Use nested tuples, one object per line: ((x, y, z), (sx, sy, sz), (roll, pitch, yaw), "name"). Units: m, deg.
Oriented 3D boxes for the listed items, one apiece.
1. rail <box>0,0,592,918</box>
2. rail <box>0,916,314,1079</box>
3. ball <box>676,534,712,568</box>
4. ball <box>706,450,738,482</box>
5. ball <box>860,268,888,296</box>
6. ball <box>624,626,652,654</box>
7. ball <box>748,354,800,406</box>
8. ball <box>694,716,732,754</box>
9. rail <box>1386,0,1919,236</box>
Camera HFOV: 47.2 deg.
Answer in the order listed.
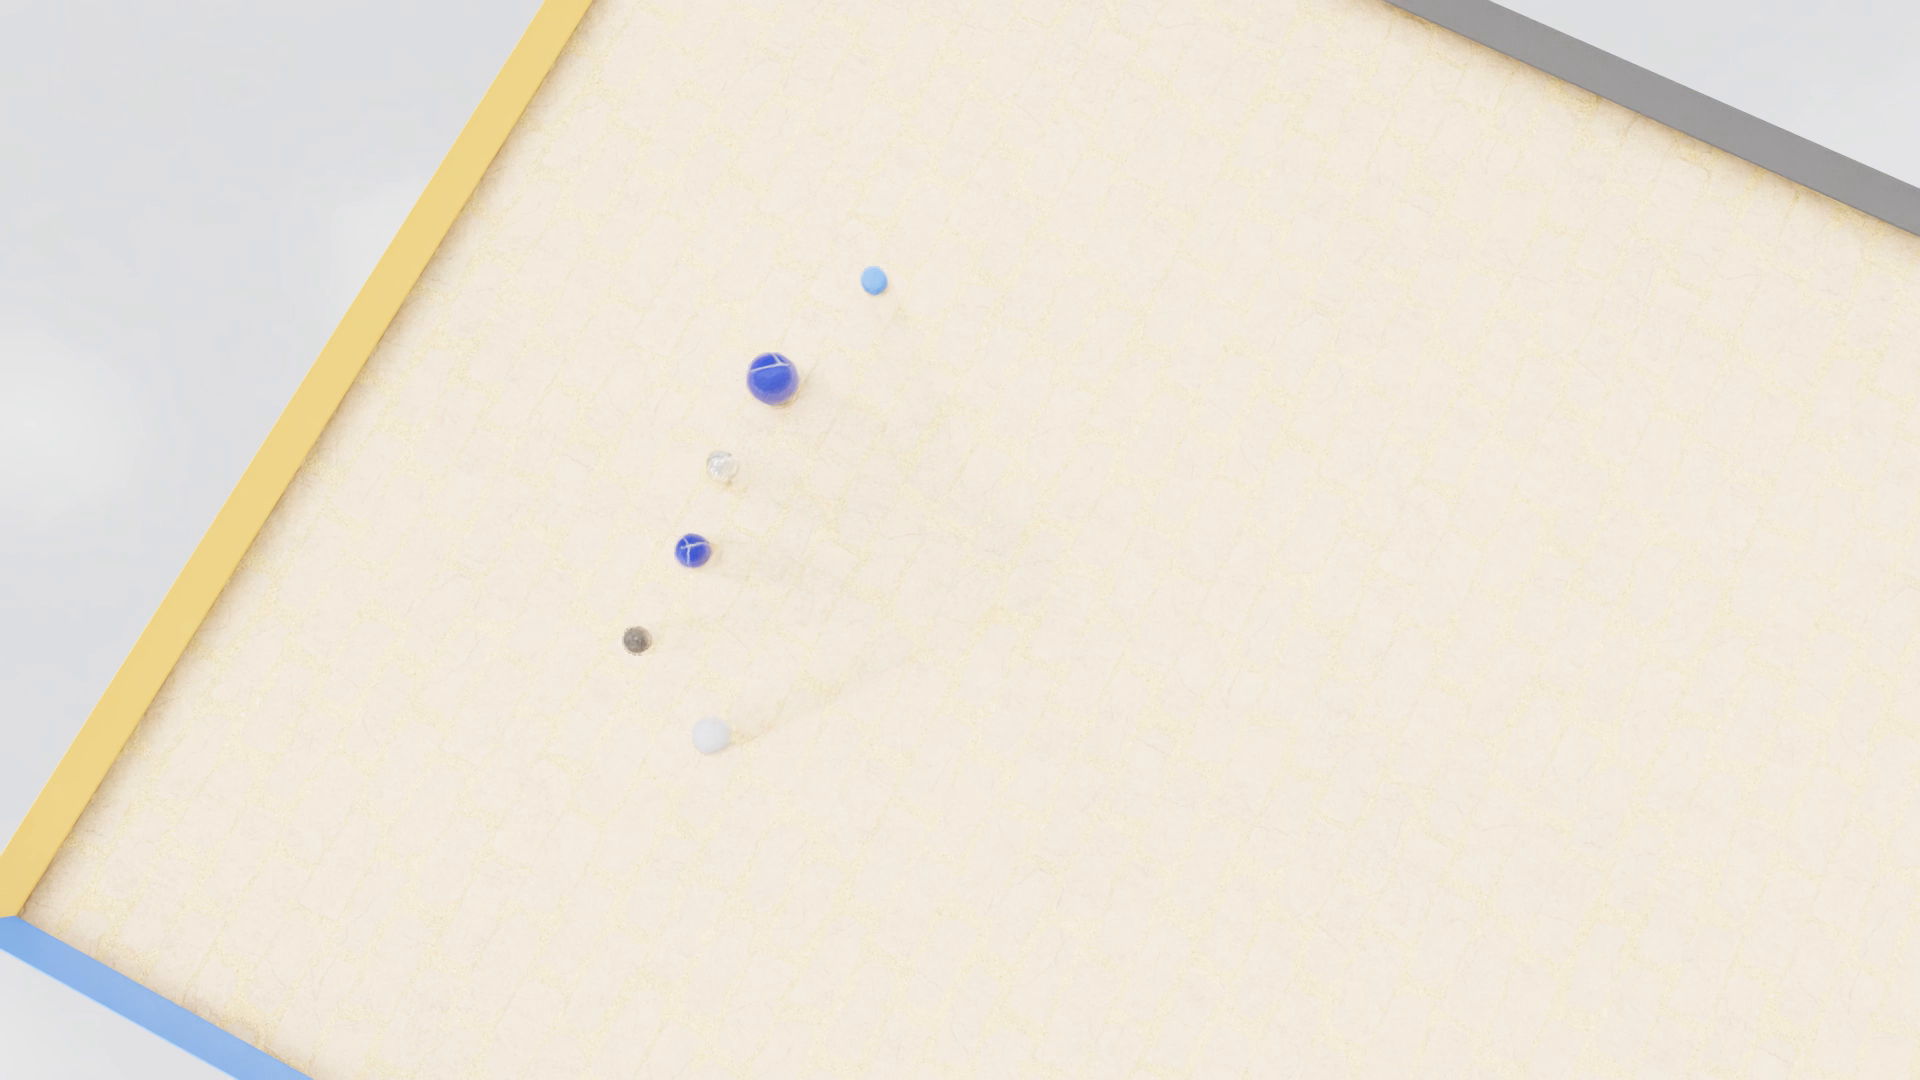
((-0.874, -0.435, 3.488), (0.045, 0.106, 2.368), (26, 75, 8), "rail")
((0.368, 1.420, 2.930), (4.021, 0.106, 0.045), (26, 75, 8), "rail")
((-0.409, 0.017, 3.380), (0.055, 0.055, 0.055), (0, 73, 0), "ball")
((-0.369, -0.115, 3.422), (0.049, 0.049, 0.049), (0, 73, 0), "ball")
((-0.137, -0.413, 3.515), (0.043, 0.043, 0.043), (0, 73, 0), "ball")
((-0.490, 0.152, 3.346), (0.041, 0.041, 0.041), (0, 73, 0), "ball")
((-0.292, -0.252, 3.447), (0.082, 0.082, 0.082), (0, 73, 0), "ball")
((-0.370, 0.292, 3.296), (0.057, 0.057, 0.057), (0, 73, 0), "ball")
((1.423, -0.560, 3.526), (4.021, 0.106, 0.045), (26, 75, 8), "rail")
